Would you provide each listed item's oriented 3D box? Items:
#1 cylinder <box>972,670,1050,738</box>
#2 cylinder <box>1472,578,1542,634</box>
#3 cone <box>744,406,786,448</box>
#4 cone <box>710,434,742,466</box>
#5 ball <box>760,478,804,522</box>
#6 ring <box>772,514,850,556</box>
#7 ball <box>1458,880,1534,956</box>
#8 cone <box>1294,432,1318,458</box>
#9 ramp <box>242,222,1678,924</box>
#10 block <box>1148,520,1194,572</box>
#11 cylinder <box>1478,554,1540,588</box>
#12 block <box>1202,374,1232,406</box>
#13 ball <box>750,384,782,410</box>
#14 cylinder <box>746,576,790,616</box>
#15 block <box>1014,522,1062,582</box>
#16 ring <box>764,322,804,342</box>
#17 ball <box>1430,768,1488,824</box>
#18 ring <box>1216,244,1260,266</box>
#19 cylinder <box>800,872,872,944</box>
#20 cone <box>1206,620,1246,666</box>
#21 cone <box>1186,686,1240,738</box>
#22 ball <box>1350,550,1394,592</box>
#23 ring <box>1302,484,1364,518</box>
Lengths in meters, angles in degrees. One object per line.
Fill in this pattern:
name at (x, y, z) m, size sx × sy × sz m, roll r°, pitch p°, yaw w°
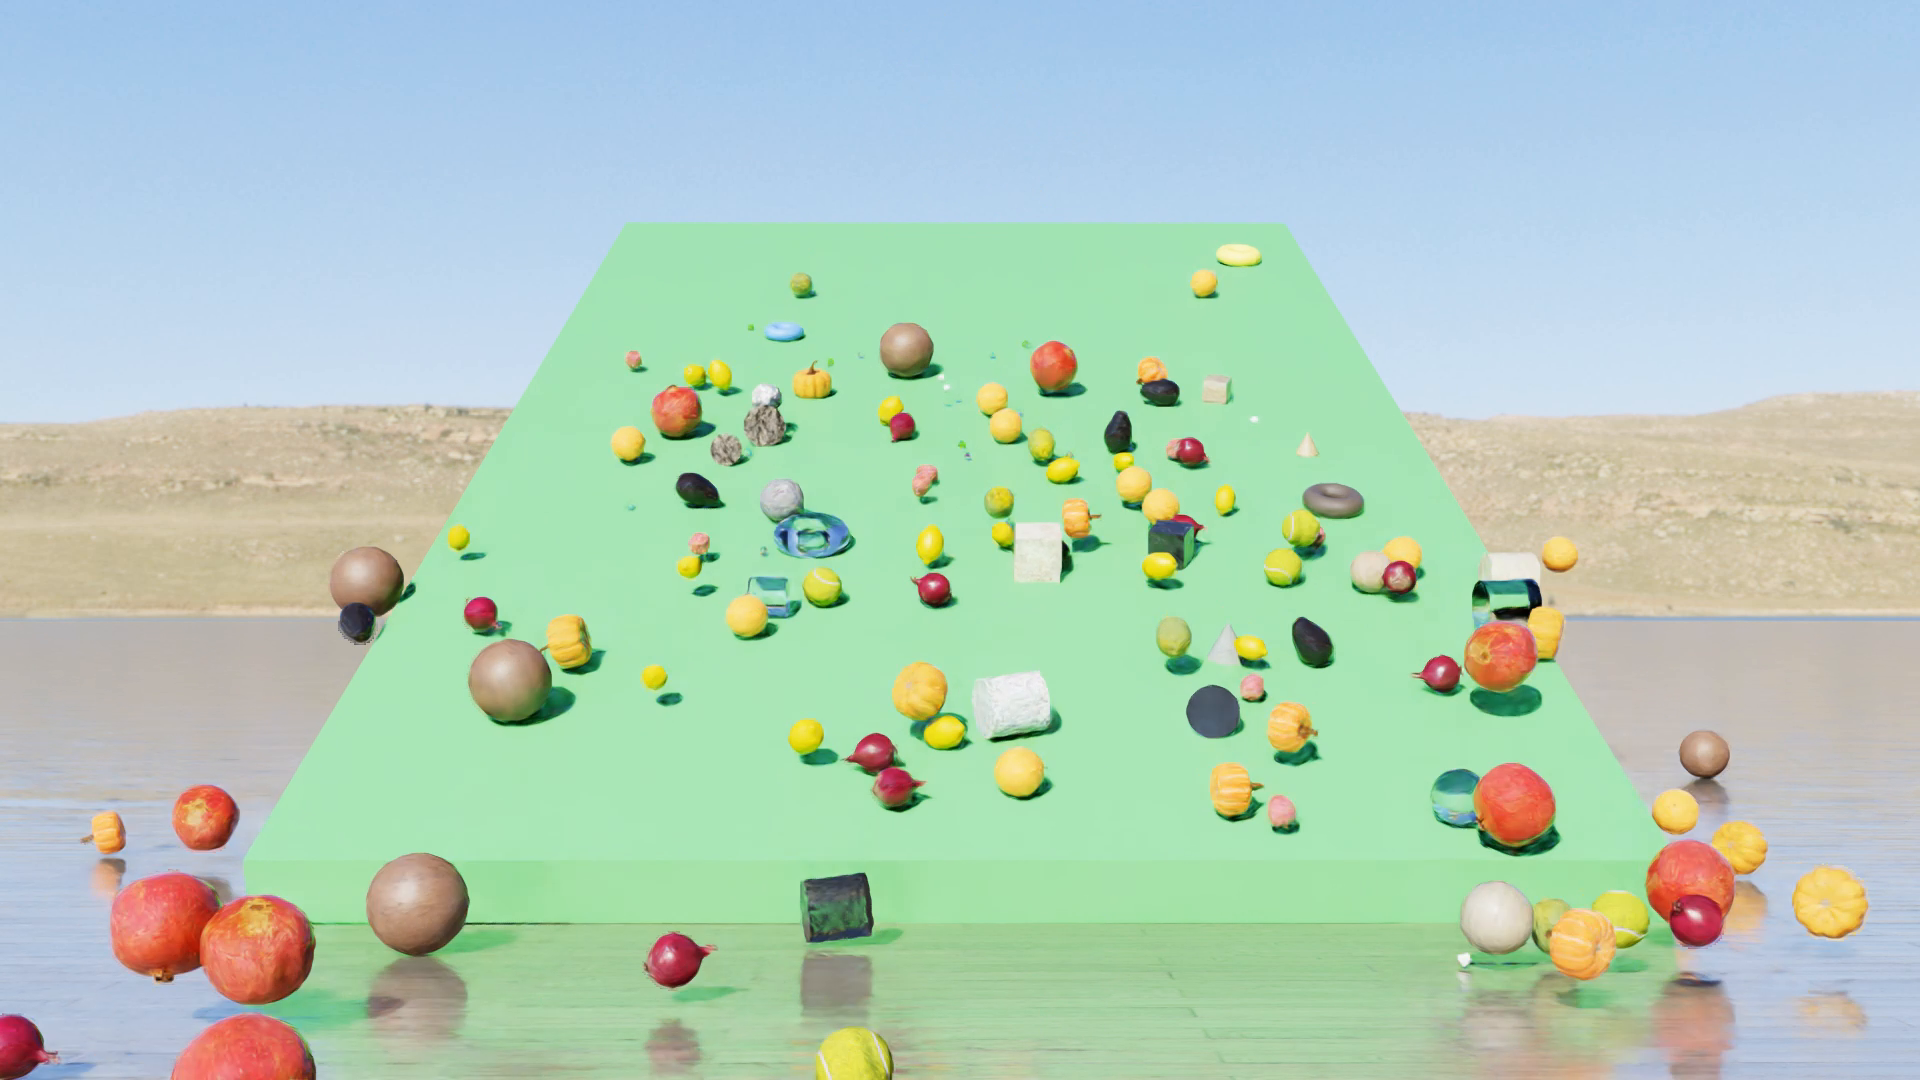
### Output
cylinder at (0.080, 0.256, 3.542) m, size 0.094 × 0.094 × 0.094 m, roll -8°, pitch 1°, yaw -19°
cylinder at (0.941, 0.114, 3.919) m, size 0.092 × 0.092 × 0.092 m, roll -2°, pitch -2°, yaw -8°
cone at (-0.430, -0.239, 4.929) m, size 0.091 × 0.091 × 0.091 m, roll 0°, pitch -7°, yaw -13°
cone at (-0.482, -0.185, 4.800) m, size 0.069 × 0.069 × 0.069 m, roll 0°, pitch -7°, yaw 13°
ball at (-0.347, -0.077, 4.433) m, size 0.088 × 0.088 × 0.088 m, roll 0°, pitch -2°, yaw 0°
ring at (-0.281, -0.009, 4.310) m, size 0.147 × 0.049 × 0.147 m, roll 0°, pitch 22°, yaw 0°
ball at (0.653, 0.460, 2.768) m, size 0.090 × 0.090 × 0.090 m, roll 0°, pitch -2°, yaw 0°
cone at (0.738, -0.208, 4.836) m, size 0.052 × 0.052 × 0.052 m, roll 0°, pitch 21°, yaw 0°
ramp at (-0.005, -0.212, 5.060) m, size 2.000 × 0.100 × 4.000 m, roll 0°, pitch 21°, yaw 0°
block at (0.392, 0.009, 4.234) m, size 0.069 × 0.069 × 0.069 m, roll 8°, pitch 22°, yaw 19°
cylinder at (0.978, 0.067, 4.056) m, size 0.086 × 0.086 × 0.086 m, roll 1°, pitch -2°, yaw -4°
block at (0.586, -0.343, 5.190) m, size 0.054 × 0.054 × 0.054 m, roll 7°, pitch 22°, yaw 17°
ball at (-0.419, -0.306, 4.925) m, size 0.067 × 0.067 × 0.067 m, roll 0°, pitch -2°, yaw 0°
cylinder at (-0.335, 0.099, 3.992) m, size 0.068 × 0.068 × 0.068 m, roll 1°, pitch -2°, yaw 2°
block at (0.142, 0.023, 4.177) m, size 0.084 × 0.084 × 0.084 m, roll 0°, pitch 21°, yaw 1°
ring at (-0.440, -0.521, 5.691) m, size 0.097 × 0.032 × 0.097 m, roll 1°, pitch 20°, yaw 0°
ball at (0.717, 0.368, 3.266) m, size 0.081 × 0.081 × 0.081 m, roll 0°, pitch -2°, yaw 0°
ring at (0.787, -0.805, 6.434) m, size 0.127 × 0.042 × 0.127 m, roll 3°, pitch 22°, yaw -1°
cylinder at (-0.162, 0.482, 2.984) m, size 0.083 × 0.083 × 0.083 m, roll -5°, pitch -1°, yaw -12°
cone at (0.450, 0.166, 3.822) m, size 0.067 × 0.067 × 0.067 m, roll 0°, pitch 21°, yaw 0°
cone at (0.399, 0.272, 3.583) m, size 0.083 × 0.083 × 0.083 m, roll 0°, pitch -6°, yaw 7°
ball at (0.741, 0.056, 4.099) m, size 0.078 × 0.078 × 0.078 m, roll 0°, pitch -2°, yaw 0°
ring at (0.738, -0.077, 4.505) m, size 0.124 × 0.041 × 0.124 m, roll 3°, pitch 23°, yaw -1°
